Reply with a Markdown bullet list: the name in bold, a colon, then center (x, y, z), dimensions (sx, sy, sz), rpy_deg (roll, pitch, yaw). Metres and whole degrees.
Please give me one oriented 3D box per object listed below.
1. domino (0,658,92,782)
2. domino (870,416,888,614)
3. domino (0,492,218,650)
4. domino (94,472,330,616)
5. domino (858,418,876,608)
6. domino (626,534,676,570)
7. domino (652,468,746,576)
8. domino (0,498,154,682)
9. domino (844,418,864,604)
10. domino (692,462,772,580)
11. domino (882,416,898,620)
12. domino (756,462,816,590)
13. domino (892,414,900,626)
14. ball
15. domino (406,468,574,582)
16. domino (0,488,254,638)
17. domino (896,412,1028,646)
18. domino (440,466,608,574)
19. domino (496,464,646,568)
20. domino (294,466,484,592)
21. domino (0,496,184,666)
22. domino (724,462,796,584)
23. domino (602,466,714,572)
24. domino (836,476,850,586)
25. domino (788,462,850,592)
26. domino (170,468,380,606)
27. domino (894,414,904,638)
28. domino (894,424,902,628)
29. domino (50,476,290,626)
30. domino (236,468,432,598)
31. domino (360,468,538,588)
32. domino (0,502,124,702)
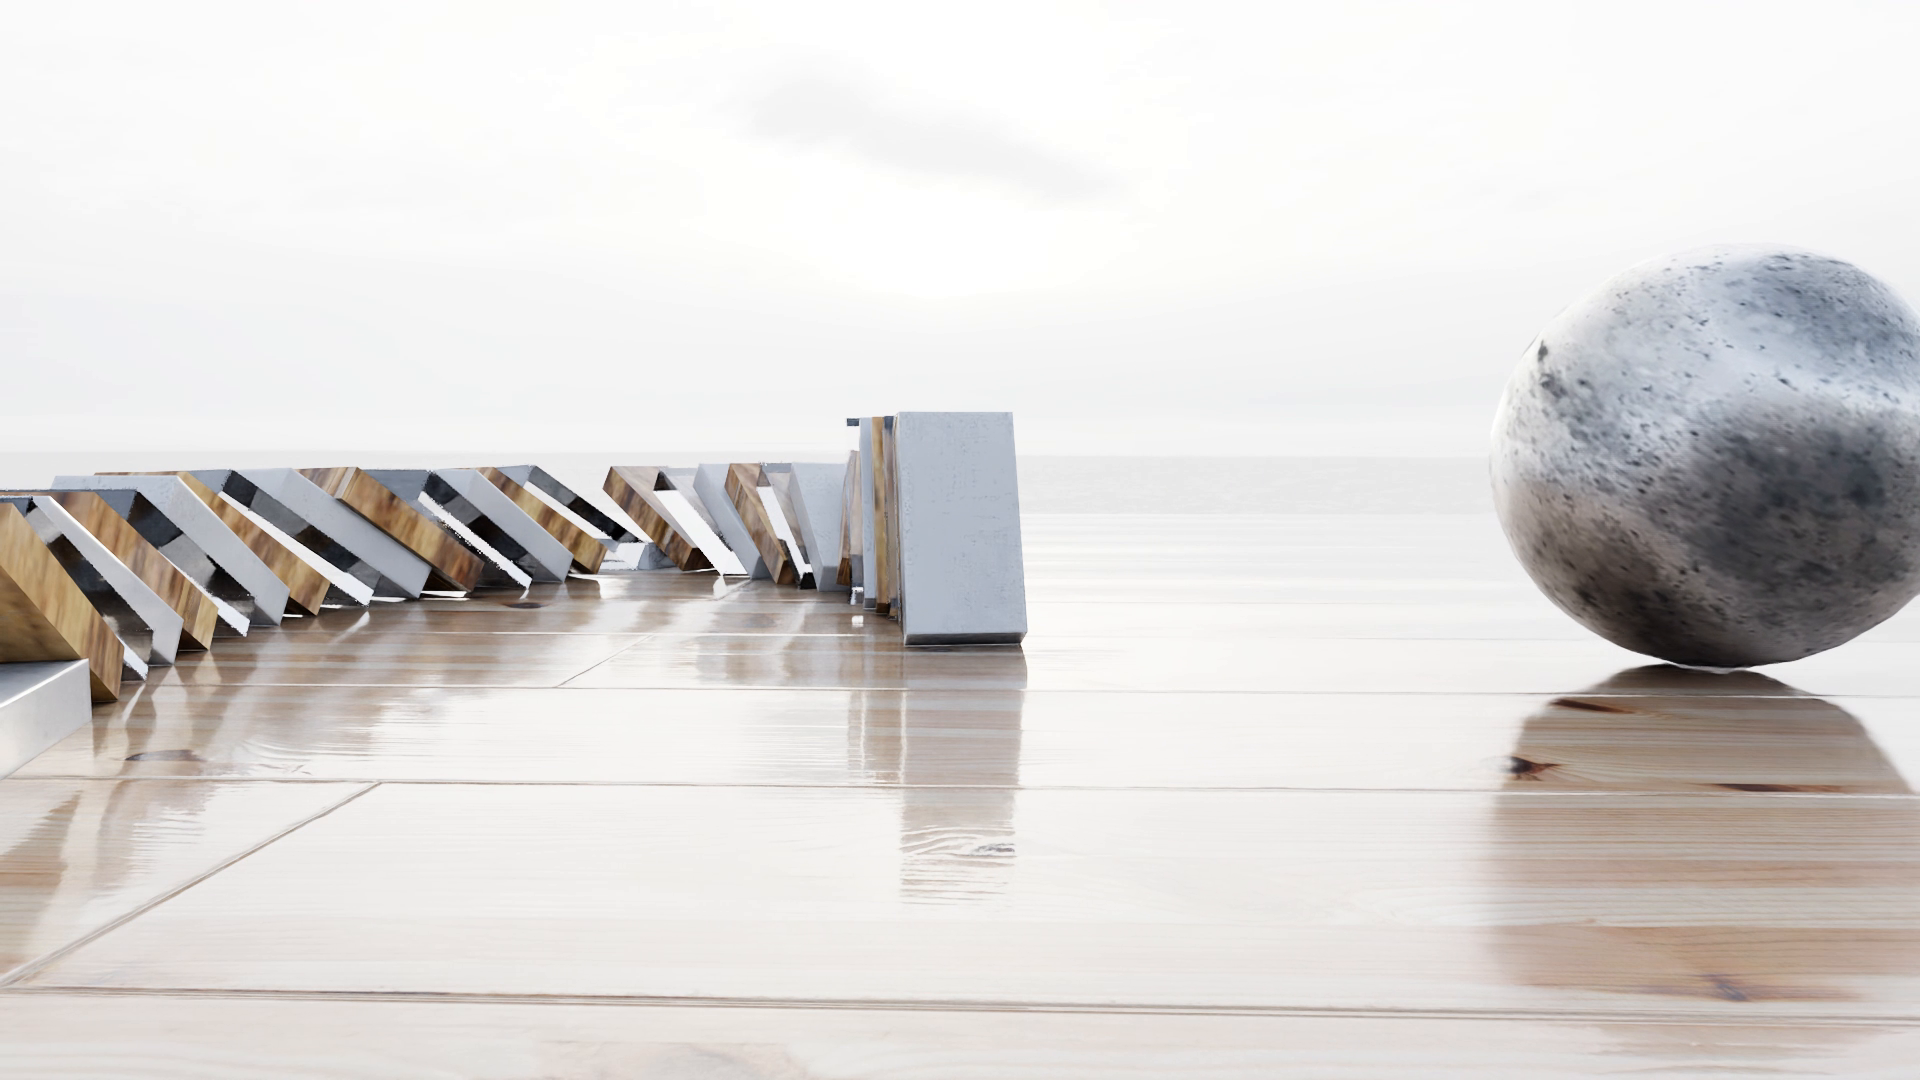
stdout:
- **domino**: center (-0.138, 0.025, 0.170), dimensions (0.025, 0.009, 0.050), rpy_deg (-2, 5, -20)
- **domino**: center (-0.009, -0.007, 0.327), dimensions (0.025, 0.050, 0.009), rpy_deg (-1, -20, -7)
- **domino**: center (-0.166, 0.007, 0.244), dimensions (0.025, 0.009, 0.050), rpy_deg (0, -27, -5)
- **domino**: center (-0.175, 0.002, 0.300), dimensions (0.025, 0.010, 0.050), rpy_deg (0, -30, 15)
- **domino**: center (-0.013, -0.007, 0.337), dimensions (0.025, 0.050, 0.010), rpy_deg (-1, -20, -7)
- **domino**: center (-0.121, 0.004, 0.454), dimensions (0.050, 0.010, 0.025), rpy_deg (2, 5, 29)
- **domino**: center (-0.081, -0.007, 0.435), dimensions (0.025, 0.010, 0.050), rpy_deg (-4, 37, -43)
- **domino**: center (-0.154, 0.010, 0.207), dimensions (0.025, 0.009, 0.050), rpy_deg (-2, -27, -13)
- **domino**: center (-0.018, -0.008, 0.347), dimensions (0.025, 0.050, 0.009), rpy_deg (-1, -20, -9)
- **domino**: center (-0.066, -0.007, 0.422), dimensions (0.025, 0.010, 0.050), rpy_deg (-3, 40, -37)
- **domino**: center (-0.006, -0.006, 0.317), dimensions (0.025, 0.050, 0.010), rpy_deg (-1, -20, -7)
- **domino**: center (-0.044, -0.005, 0.395), dimensions (0.025, 0.009, 0.050), rpy_deg (-2, 40, -26)
- **domino**: center (-0.003, -0.005, 0.307), dimensions (0.025, 0.050, 0.009), rpy_deg (-1, -20, -7)
- **ball**: center (0.144, -0.016, 0.243), dimensions (0.080, 0.080, 0.080), rpy_deg (0, 4, 0)
- **domino**: center (-0.140, -0.004, 0.381), dimensions (0.025, 0.009, 0.050), rpy_deg (2, -29, 21)
- **domino**: center (-0.169, 0.006, 0.263), dimensions (0.025, 0.009, 0.050), rpy_deg (0, -27, -3)
- **domino**: center (0.000, -0.003, 0.275), dimensions (0.025, 0.050, 0.010), rpy_deg (-1, -20, -7)
- **domino**: center (-0.137, -0.005, 0.399), dimensions (0.025, 0.010, 0.050), rpy_deg (0, -29, 33)
- **domino**: center (-0.129, -0.007, 0.414), dimensions (0.025, 0.010, 0.050), rpy_deg (-1, -30, 35)
- **domino**: center (-0.157, -0.002, 0.349), dimensions (0.025, 0.010, 0.050), rpy_deg (0, -30, 24)
- **domino**: center (-0.162, 0.009, 0.225), dimensions (0.025, 0.009, 0.050), rpy_deg (-1, -27, -7)
- **domino**: center (-0.055, -0.006, 0.409), dimensions (0.025, 0.010, 0.050), rpy_deg (-3, 40, -32)
- **domino**: center (-0.099, -0.008, 0.445), dimensions (0.050, 0.010, 0.025), rpy_deg (40, 25, 29)
- **domino**: center (-0.021, -0.005, 0.370), dimensions (0.025, 0.010, 0.050), rpy_deg (9, 36, -9)
- **domino**: center (-0.034, -0.005, 0.381), dimensions (0.025, 0.010, 0.050), rpy_deg (1, 39, -21)
- **domino**: center (-0.172, 0.000, 0.318), dimensions (0.025, 0.009, 0.050), rpy_deg (0, -30, 22)
- **domino**: center (-0.001, -0.004, 0.286), dimensions (0.025, 0.050, 0.010), rpy_deg (-1, -20, -7)
- **domino**: center (-0.002, -0.004, 0.296), dimensions (0.025, 0.050, 0.010), rpy_deg (-1, -20, -7)
- **domino**: center (-0.172, 0.003, 0.281), dimensions (0.025, 0.010, 0.050), rpy_deg (0, -30, 1)
- **domino**: center (-0.166, -0.001, 0.334), dimensions (0.025, 0.010, 0.050), rpy_deg (0, -30, 25)
- **domino**: center (-0.145, -0.003, 0.364), dimensions (0.025, 0.009, 0.050), rpy_deg (2, -29, 21)
- **domino**: center (-0.146, 0.011, 0.190), dimensions (0.025, 0.010, 0.050), rpy_deg (-2, -27, -17)
